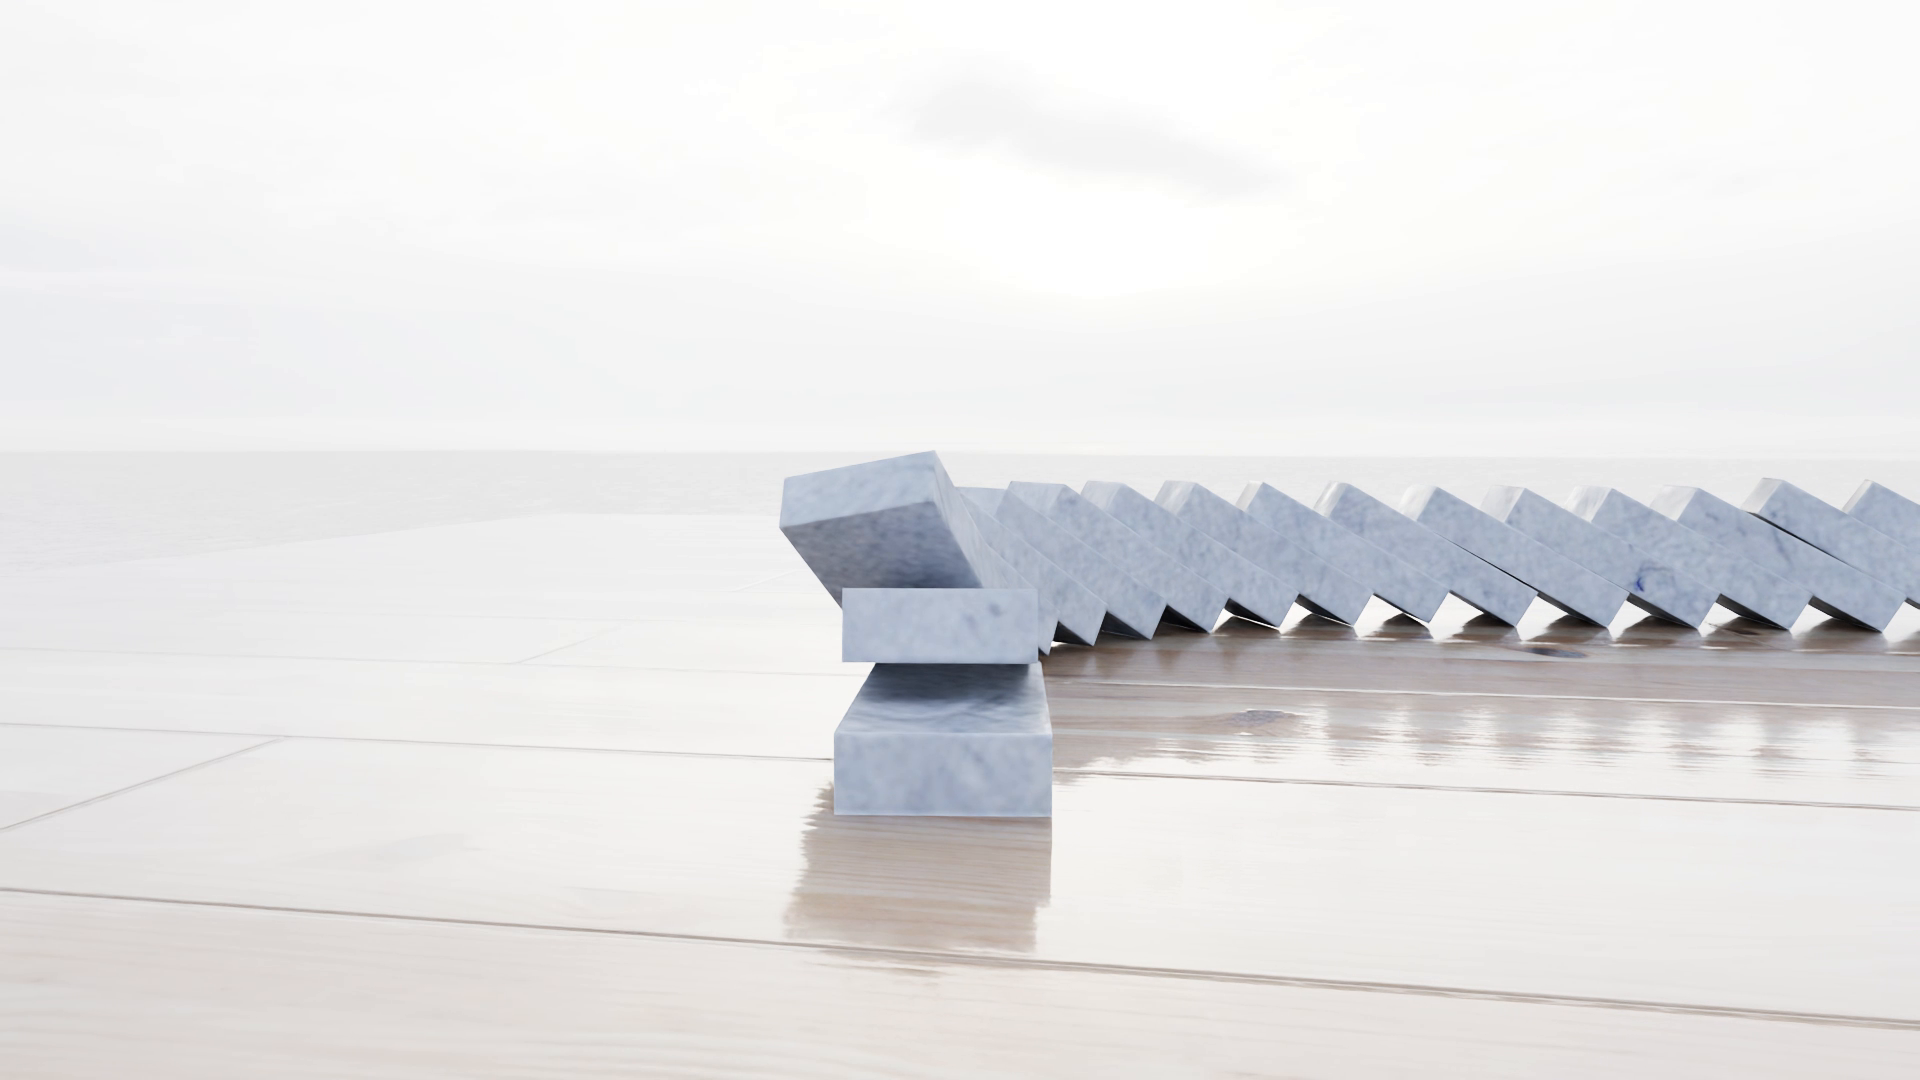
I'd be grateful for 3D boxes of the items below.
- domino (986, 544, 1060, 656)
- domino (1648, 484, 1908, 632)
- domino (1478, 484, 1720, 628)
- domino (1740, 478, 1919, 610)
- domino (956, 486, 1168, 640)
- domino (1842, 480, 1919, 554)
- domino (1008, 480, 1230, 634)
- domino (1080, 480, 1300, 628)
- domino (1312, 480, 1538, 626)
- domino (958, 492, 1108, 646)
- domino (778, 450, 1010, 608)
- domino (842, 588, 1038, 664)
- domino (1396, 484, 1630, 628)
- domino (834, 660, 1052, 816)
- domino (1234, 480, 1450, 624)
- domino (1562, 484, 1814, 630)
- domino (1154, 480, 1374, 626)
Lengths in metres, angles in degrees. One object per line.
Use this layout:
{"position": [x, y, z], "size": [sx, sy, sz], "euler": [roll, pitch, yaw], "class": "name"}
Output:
{"position": [-0.005, 0.006, 0.240], "size": [0.025, 0.010, 0.050], "euler": [-1, -29, 37], "class": "domino"}
{"position": [0.192, 0.003, 0.305], "size": [0.050, 0.010, 0.025], "euler": [30, 10, 8], "class": "domino"}
{"position": [0.152, 0.003, 0.308], "size": [0.050, 0.009, 0.025], "euler": [29, 7, 3], "class": "domino"}
{"position": [0.213, 0.003, 0.303], "size": [0.050, 0.009, 0.025], "euler": [35, 16, 17], "class": "domino"}
{"position": [0.019, 0.005, 0.277], "size": [0.050, 0.009, 0.025], "euler": [33, -14, -31], "class": "domino"}
{"position": [0.233, 0.003, 0.297], "size": [0.050, 0.010, 0.025], "euler": [37, 21, 24], "class": "domino"}
{"position": [0.034, 0.004, 0.291], "size": [0.050, 0.009, 0.025], "euler": [32, -9, -23], "class": "domino"}
{"position": [0.052, 0.003, 0.302], "size": [0.050, 0.010, 0.025], "euler": [31, -3, -13], "class": "domino"}
{"position": [0.111, 0.003, 0.311], "size": [0.050, 0.009, 0.025], "euler": [31, 7, 3], "class": "domino"}
{"position": [0.005, 0.006, 0.260], "size": [0.025, 0.009, 0.050], "euler": [1, -27, 48], "class": "domino"}
{"position": [-0.008, 0.006, 0.216], "size": [0.025, 0.010, 0.050], "euler": [-9, -35, 15], "class": "domino"}
{"position": [-0.002, 0.013, 0.189], "size": [0.025, 0.009, 0.050], "euler": [0, -5, 1], "class": "domino"}
{"position": [0.132, 0.003, 0.310], "size": [0.050, 0.010, 0.025], "euler": [30, 7, 3], "class": "domino"}
{"position": [-0.001, 0.025, 0.172], "size": [0.025, 0.009, 0.050], "euler": [0, 4, 2], "class": "domino"}
{"position": [0.092, 0.002, 0.313], "size": [0.050, 0.009, 0.025], "euler": [30, 5, 3], "class": "domino"}
{"position": [0.172, 0.003, 0.307], "size": [0.050, 0.010, 0.025], "euler": [29, 8, 5], "class": "domino"}
{"position": [0.071, 0.003, 0.307], "size": [0.050, 0.010, 0.025], "euler": [30, 0, -8], "class": "domino"}
